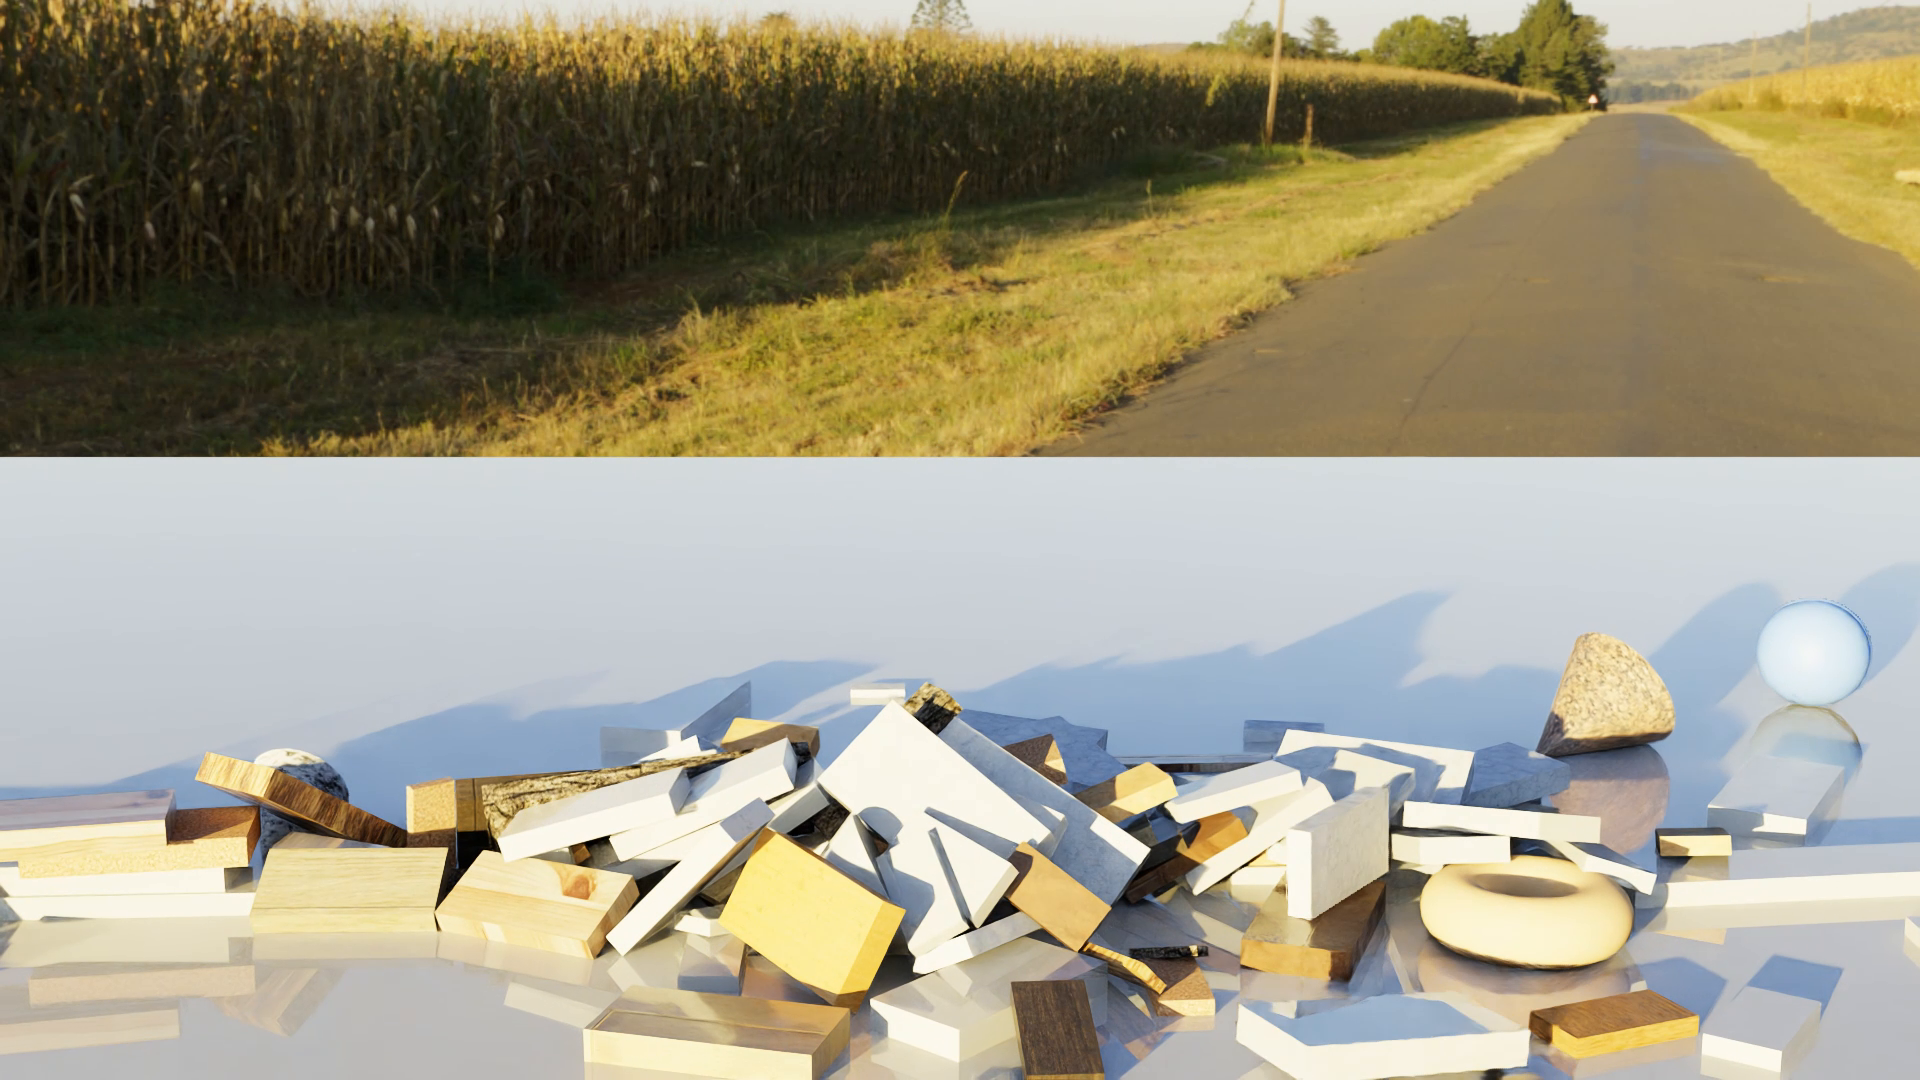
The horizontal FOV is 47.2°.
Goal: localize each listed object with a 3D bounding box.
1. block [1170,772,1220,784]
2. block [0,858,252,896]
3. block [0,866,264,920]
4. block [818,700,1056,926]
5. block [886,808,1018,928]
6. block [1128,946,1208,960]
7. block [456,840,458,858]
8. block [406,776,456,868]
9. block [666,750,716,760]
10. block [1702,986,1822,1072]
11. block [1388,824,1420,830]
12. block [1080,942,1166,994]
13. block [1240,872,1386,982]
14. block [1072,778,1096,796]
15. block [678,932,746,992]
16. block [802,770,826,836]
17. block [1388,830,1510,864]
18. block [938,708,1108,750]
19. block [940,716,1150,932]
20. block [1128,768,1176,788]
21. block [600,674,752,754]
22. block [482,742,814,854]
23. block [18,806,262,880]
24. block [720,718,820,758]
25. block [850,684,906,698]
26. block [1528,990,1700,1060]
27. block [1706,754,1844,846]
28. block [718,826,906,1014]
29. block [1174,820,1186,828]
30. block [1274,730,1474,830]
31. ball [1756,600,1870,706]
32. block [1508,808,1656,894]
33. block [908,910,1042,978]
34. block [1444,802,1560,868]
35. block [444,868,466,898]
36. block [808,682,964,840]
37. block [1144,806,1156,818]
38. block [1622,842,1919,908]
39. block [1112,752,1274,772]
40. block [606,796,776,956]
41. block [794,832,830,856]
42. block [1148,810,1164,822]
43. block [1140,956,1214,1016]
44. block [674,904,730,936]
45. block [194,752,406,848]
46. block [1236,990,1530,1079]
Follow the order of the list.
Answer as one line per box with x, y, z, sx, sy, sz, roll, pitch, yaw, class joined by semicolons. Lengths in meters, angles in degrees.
0.486;0.461;4.309;0.139;0.020;0.070;-1;11;-7;block
-1.728;0.538;3.617;1.065;0.047;0.166;-1;11;-3;block
-1.941;0.588;3.580;1.720;0.037;0.132;-1;11;-4;block
-0.039;0.425;3.452;0.351;0.176;0.050;38;-13;28;block
-0.020;0.496;3.332;0.207;0.104;0.029;24;-20;41;block
0.316;0.625;3.333;0.108;0.015;0.054;-7;-14;23;block
-0.906;0.507;3.888;0.023;0.081;0.161;-16;12;-3;block
-0.903;0.491;3.758;0.081;0.161;0.023;-9;20;-41;block
-0.456;0.433;3.812;0.084;0.168;0.024;-10;46;-8;block
1.126;0.684;3.084;0.105;0.030;0.210;7;13;34;block
0.795;0.497;3.903;0.113;0.032;0.226;-13;21;-31;block
0.234;0.629;3.251;0.015;0.054;0.189;-50;21;-17;block
0.560;0.604;3.462;0.166;0.047;0.332;4;11;19;block
0.227;0.491;3.826;0.069;0.138;0.020;9;14;41;block
-0.374;0.639;3.334;0.090;0.026;0.180;0;11;-2;block
-0.166;0.478;3.975;0.287;0.041;0.144;-1;30;21;block
0.792;0.506;3.633;0.145;0.041;0.290;-1;-5;-4;block
0.120;0.401;4.458;0.332;0.047;0.166;7;8;13;block
0.104;0.455;3.543;0.386;0.152;0.043;33;-15;16;block
0.348;0.467;4.156;0.127;0.063;0.018;7;40;33;block
-0.603;0.371;4.715;0.174;0.049;0.449;2;11;13;block
-0.526;0.461;3.754;0.549;0.175;0.050;-7;40;-11;block
-1.336;0.492;3.597;0.347;0.049;0.174;-2;11;-10;block
-0.381;0.445;4.000;0.164;0.047;0.329;6;31;12;block
-0.185;0.340;4.970;0.122;0.017;0.061;0;11;-2;block
0.921;0.681;3.098;0.210;0.030;0.105;-4;11;-23;block
1.531;0.482;4.117;0.170;0.048;0.391;6;12;30;block
-0.226;0.563;3.288;0.047;0.164;0.329;29;-5;-39;block
0.406;0.491;3.820;0.138;0.020;0.069;-17;13;-9;block
0.731;0.428;3.921;0.339;0.048;0.170;5;35;21;block
1.882;0.250;4.853;0.236;0.236;0.236;0;11;0;ball
1.033;0.517;3.695;0.113;0.032;0.483;17;2;-1;block
0.043;0.602;3.343;0.121;0.034;0.242;-27;-10;37;block
0.968;0.530;3.936;0.070;0.020;0.382;8;13;35;block
-0.954;0.560;3.654;0.320;0.024;0.085;7;10;-4;block
-0.133;0.366;3.660;0.303;0.043;0.152;-45;11;-8;block
0.347;0.505;4.077;0.135;0.019;0.067;0;11;0;block
1.693;0.556;3.742;1.206;0.041;0.145;-1;11;-7;block
0.297;0.434;4.256;0.611;0.018;0.063;-3;10;17;block
-0.416;0.520;3.404;0.040;0.285;0.143;47;22;6;block
-0.238;0.505;3.649;0.130;0.018;0.065;-16;11;13;block
0.431;0.503;3.920;0.204;0.027;0.094;-3;-28;-17;block
0.319;0.657;3.242;0.083;0.024;0.166;-1;11;-4;block
-0.352;0.596;3.481;0.180;0.026;0.090;-1;1;-44;block
-1.110;0.457;3.748;0.174;0.049;0.347;7;-21;34;block
0.569;0.667;2.963;0.348;0.049;0.174;2;6;-23;block
